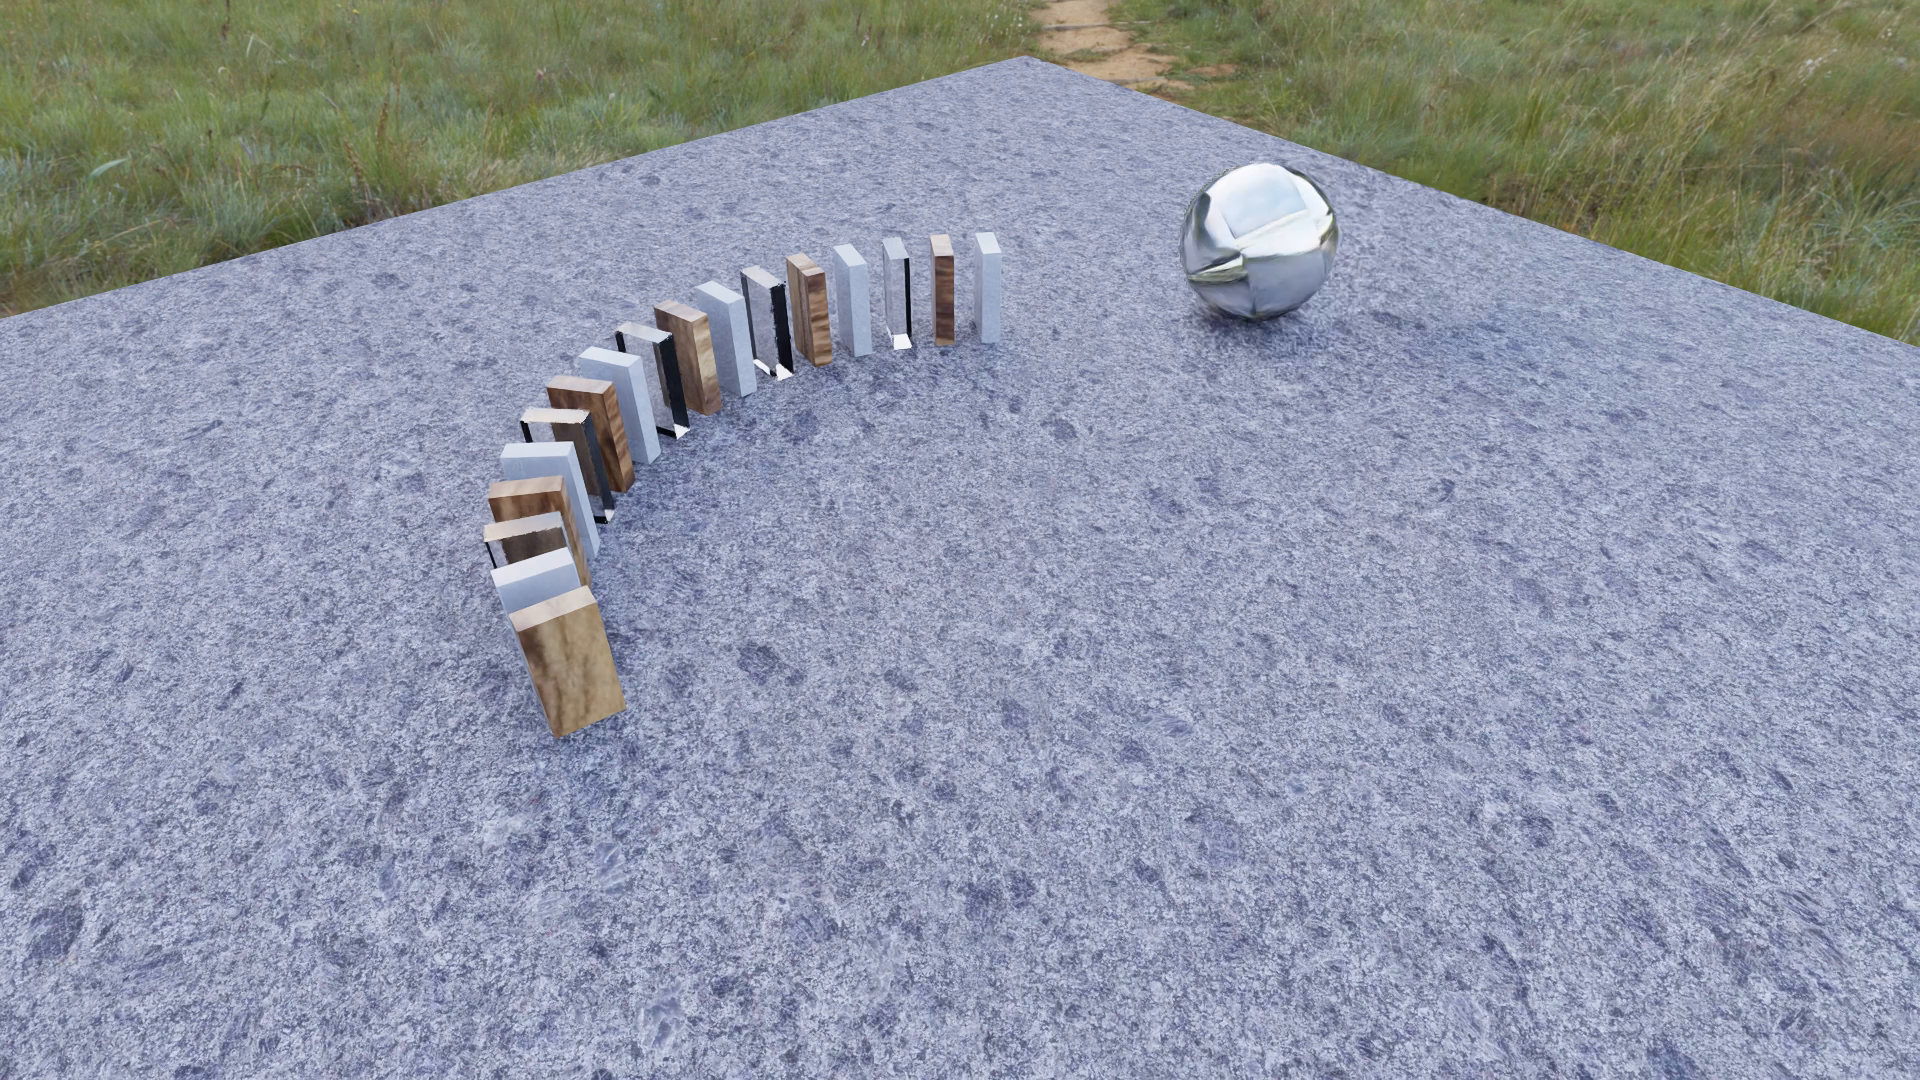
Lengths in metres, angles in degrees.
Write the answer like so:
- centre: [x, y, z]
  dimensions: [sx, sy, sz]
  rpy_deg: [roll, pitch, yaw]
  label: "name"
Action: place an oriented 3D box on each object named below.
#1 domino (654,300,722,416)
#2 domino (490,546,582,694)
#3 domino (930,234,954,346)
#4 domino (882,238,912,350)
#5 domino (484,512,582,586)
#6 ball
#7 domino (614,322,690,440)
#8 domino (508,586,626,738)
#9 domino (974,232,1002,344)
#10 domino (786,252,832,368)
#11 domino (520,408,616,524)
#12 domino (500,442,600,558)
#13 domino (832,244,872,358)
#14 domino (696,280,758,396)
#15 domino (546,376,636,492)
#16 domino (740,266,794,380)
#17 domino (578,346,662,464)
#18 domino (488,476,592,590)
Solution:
- centre: [-0.127, -0.085, 0.515]
  dimensions: [0.025, 0.050, 0.009]
  rpy_deg: [24, 45, 27]
  label: "domino"
- centre: [-0.141, 0.028, 0.377]
  dimensions: [0.025, 0.050, 0.010]
  rpy_deg: [-20, 43, -22]
  label: "domino"
- centre: [-0.009, -0.129, 0.569]
  dimensions: [0.009, 0.050, 0.025]
  rpy_deg: [-4, 40, -5]
  label: "domino"
- centre: [-0.032, -0.127, 0.566]
  dimensions: [0.009, 0.050, 0.025]
  rpy_deg: [-8, 40, -10]
  label: "domino"
- centre: [-0.150, 0.015, 0.394]
  dimensions: [0.025, 0.050, 0.009]
  rpy_deg: [-12, 41, -14]
  label: "domino"
- centre: [0.157, -0.156, 0.578]
  dimensions: [0.080, 0.080, 0.080]
  rpy_deg: [0, 39, 0]
  label: "ball"
- centre: [-0.139, -0.072, 0.500]
  dimensions: [0.025, 0.050, 0.009]
  rpy_deg: [18, 43, 21]
  label: "domino"
- centre: [-0.128, 0.041, 0.362]
  dimensions: [0.025, 0.050, 0.009]
  rpy_deg: [-23, 45, -25]
  label: "domino"
- centre: [0.014, -0.131, 0.571]
  dimensions: [0.009, 0.050, 0.025]
  rpy_deg: [-5, 40, -7]
  label: "domino"
- centre: [-0.076, -0.115, 0.552]
  dimensions: [0.010, 0.050, 0.025]
  rpy_deg: [-21, 44, -23]
  label: "domino"
- centre: [-0.159, -0.030, 0.448]
  dimensions: [0.025, 0.050, 0.010]
  rpy_deg: [3, 39, 4]
  label: "domino"
- centre: [-0.159, -0.015, 0.429]
  dimensions: [0.025, 0.050, 0.010]
  rpy_deg: [-2, 39, -3]
  label: "domino"
- centre: [-0.055, -0.122, 0.560]
  dimensions: [0.010, 0.050, 0.025]
  rpy_deg: [-15, 42, -18]
  label: "domino"
- centre: [-0.112, -0.096, 0.529]
  dimensions: [0.025, 0.050, 0.010]
  rpy_deg: [31, 48, 32]
  label: "domino"
- centre: [-0.156, -0.044, 0.466]
  dimensions: [0.025, 0.050, 0.009]
  rpy_deg: [8, 40, 9]
  label: "domino"
- centre: [-0.095, -0.107, 0.542]
  dimensions: [0.010, 0.050, 0.025]
  rpy_deg: [-27, 46, -29]
  label: "domino"
- centre: [-0.149, -0.059, 0.483]
  dimensions: [0.025, 0.050, 0.010]
  rpy_deg: [13, 41, 15]
  label: "domino"
- centre: [-0.156, 0.000, 0.411]
  dimensions: [0.025, 0.050, 0.009]
  rpy_deg: [-7, 40, -9]
  label: "domino"
